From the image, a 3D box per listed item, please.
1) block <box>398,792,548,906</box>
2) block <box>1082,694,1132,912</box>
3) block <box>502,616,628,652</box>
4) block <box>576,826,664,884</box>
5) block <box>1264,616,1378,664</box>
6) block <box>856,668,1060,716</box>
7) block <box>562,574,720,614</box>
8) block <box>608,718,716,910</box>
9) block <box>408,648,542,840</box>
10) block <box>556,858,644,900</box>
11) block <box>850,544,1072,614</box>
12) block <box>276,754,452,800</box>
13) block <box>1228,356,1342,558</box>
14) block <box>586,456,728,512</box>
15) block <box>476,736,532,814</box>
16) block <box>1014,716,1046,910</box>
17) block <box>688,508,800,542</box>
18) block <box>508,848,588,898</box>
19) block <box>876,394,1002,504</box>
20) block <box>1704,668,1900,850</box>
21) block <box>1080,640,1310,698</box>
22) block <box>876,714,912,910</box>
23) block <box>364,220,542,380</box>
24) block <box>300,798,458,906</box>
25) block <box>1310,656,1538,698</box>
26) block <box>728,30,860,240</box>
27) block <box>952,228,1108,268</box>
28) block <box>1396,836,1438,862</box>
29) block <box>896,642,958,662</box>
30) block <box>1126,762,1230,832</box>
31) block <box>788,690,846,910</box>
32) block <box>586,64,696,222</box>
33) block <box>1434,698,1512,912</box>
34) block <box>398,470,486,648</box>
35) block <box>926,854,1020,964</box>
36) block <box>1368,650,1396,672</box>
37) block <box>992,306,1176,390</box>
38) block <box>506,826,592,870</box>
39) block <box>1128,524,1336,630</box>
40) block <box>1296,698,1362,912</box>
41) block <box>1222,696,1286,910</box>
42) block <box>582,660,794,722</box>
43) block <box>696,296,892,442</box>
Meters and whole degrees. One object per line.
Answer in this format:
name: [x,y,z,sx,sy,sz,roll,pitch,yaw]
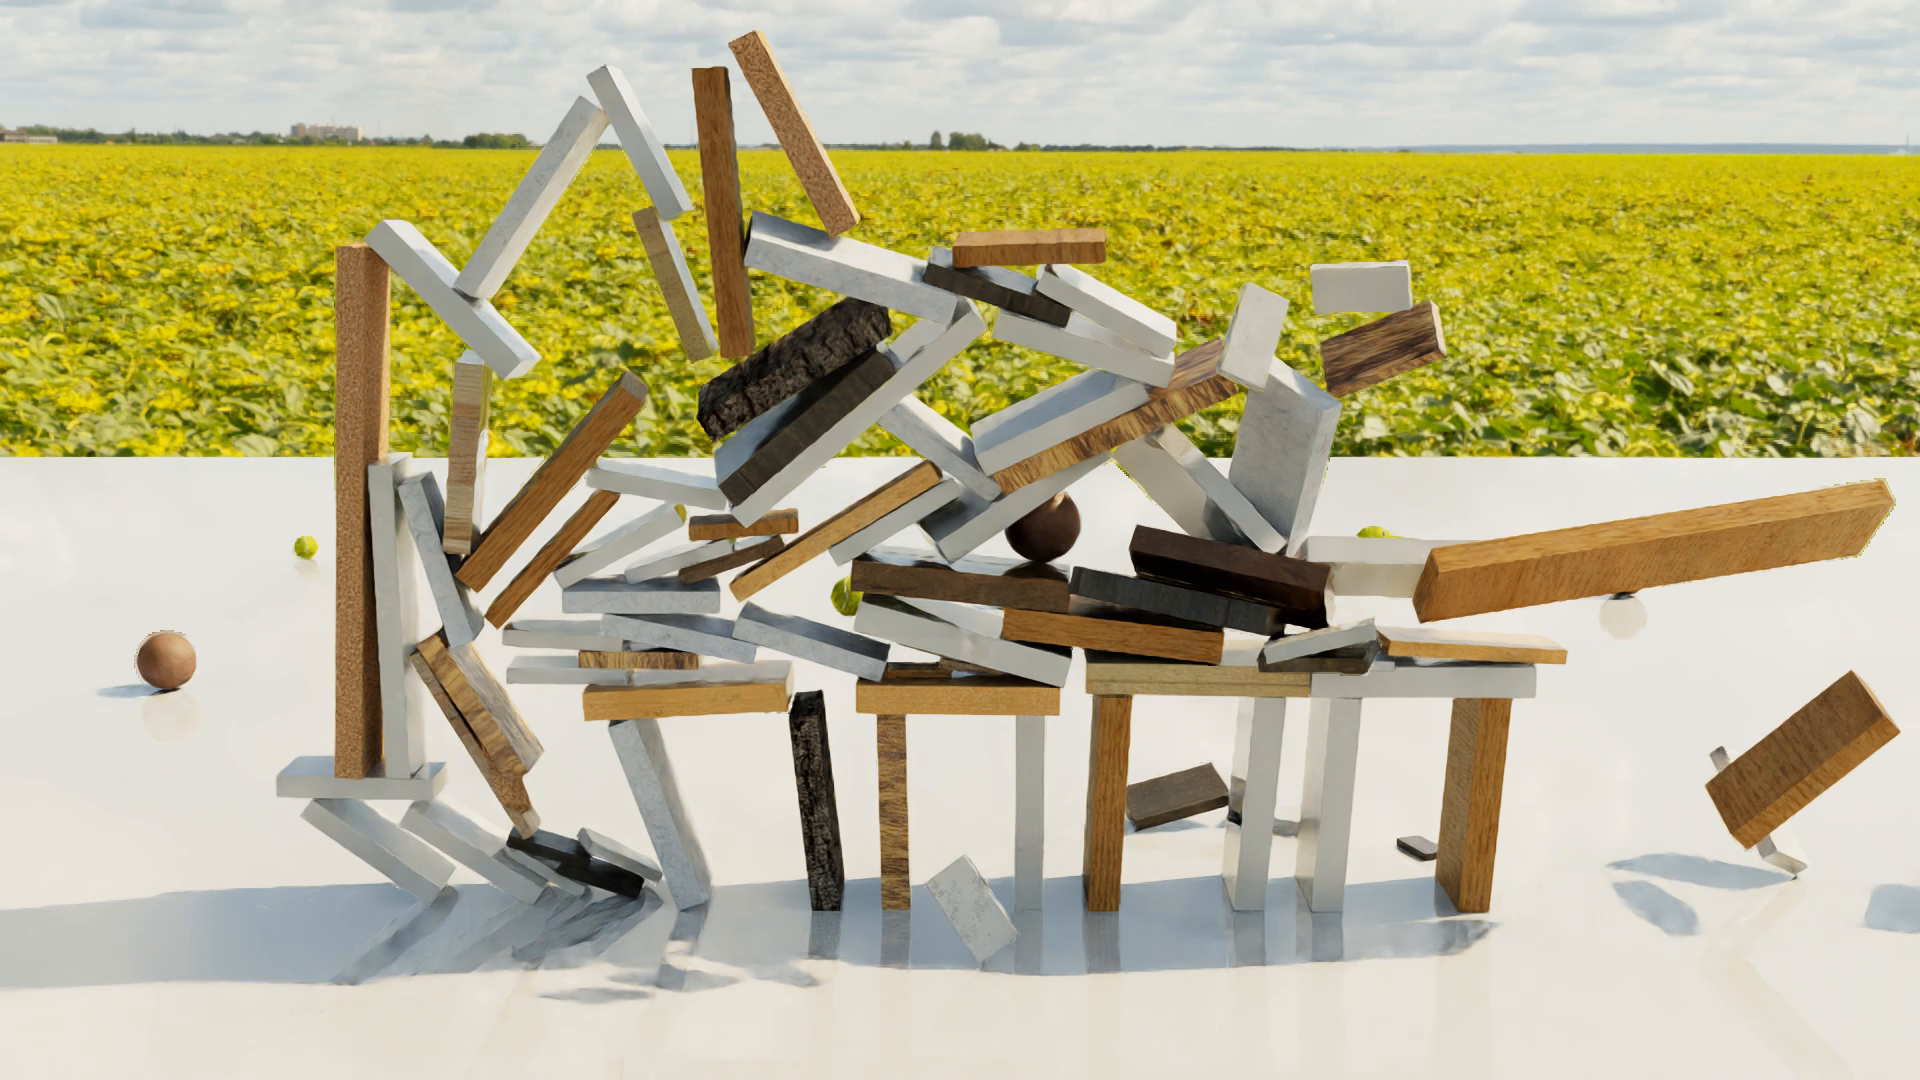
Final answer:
block: [-0.798,0.506,3.653,0.256,0.036,0.128,33,9,-6]
block: [0.242,0.412,3.641,0.051,0.358,0.179,3,11,0]
block: [-0.642,0.154,3.593,0.194,0.027,0.097,3,11,-1]
block: [-0.570,0.528,3.687,0.142,0.020,0.071,30,2,-29]
block: [0.560,0.156,3.416,0.174,0.025,0.087,-14,2,10]
block: [-0.001,0.243,3.607,0.328,0.047,0.164,1,10,1]
block: [-0.518,0.088,3.577,0.250,0.035,0.125,0,12,-8]
block: [-0.491,0.431,3.638,0.046,0.327,0.163,-19,10,3]
block: [-0.796,0.330,3.619,0.020,0.356,0.071,-29,10,5]
block: [-0.597,0.557,3.666,0.140,0.020,0.070,19,10,-4]
block: [0.004,0.061,3.598,0.352,0.050,0.176,6,9,2]
block: [-0.983,0.391,3.633,0.256,0.036,0.128,1,11,0]
block: [0.514,-0.126,3.548,0.043,0.306,0.153,-21,46,-33]
block: [-0.486,-0.091,3.536,0.222,0.031,0.111,10,11,-9]
block: [-0.748,0.376,3.608,0.020,0.142,0.071,-29,-24,5]
block: [0.114,0.427,3.645,0.047,0.329,0.164,0,10,1]
block: [-0.351,-0.025,3.579,0.176,0.025,0.088,-5,11,-4]
block: [-0.683,0.544,3.669,0.139,0.020,0.070,32,9,-6]
block: [-0.032,-0.160,3.564,0.232,0.033,0.116,35,21,-17]
block: [1.384,0.361,3.624,0.044,0.309,0.154,40,20,-16]
block: [0.380,0.208,3.600,0.358,0.051,0.179,1,11,0]
block: [-0.108,0.427,3.643,0.047,0.329,0.164,-1,11,0]
block: [-0.798,-0.380,3.476,0.043,0.303,0.152,-44,4,6]
block: [-0.962,0.500,3.654,0.256,0.036,0.128,36,8,-6]
block: [0.741,0.211,3.596,0.358,0.051,0.179,0,11,0]
block: [-0.257,-0.639,3.457,0.047,0.333,0.167,-27,11,5]
block: [0.111,-0.459,3.443,0.235,0.033,0.117,-1,18,5]
block: [0.816,0.544,3.881,0.047,0.013,0.094,-4,11,-20]
block: [-0.049,0.172,3.599,0.105,0.015,0.053,16,10,3]
block: [0.393,0.471,4.037,0.188,0.027,0.094,-14,36,-12]
block: [-0.236,0.428,3.638,0.046,0.327,0.163,-6,10,1]
block: [-0.499,-0.621,3.450,0.035,0.250,0.125,-27,7,6]
block: [0.847,0.413,3.635,0.051,0.358,0.179,3,11,-1]
block: [-0.835,0.028,3.547,0.038,0.270,0.135,-16,10,-1]
block: [0.020,0.564,3.366,0.074,0.149,0.021,-37,-11,8]
block: [0.634,0.188,3.515,0.113,0.016,0.057,2,23,2]
block: [0.195,-0.319,3.483,0.286,0.041,0.143,16,21,-3]
block: [-0.680,0.509,3.657,0.139,0.020,0.070,18,10,-5]
block: [0.441,0.063,3.557,0.320,0.045,0.160,13,-23,18]
block: [0.608,0.413,3.635,0.051,0.358,0.179,3,11,-1]
block: [0.485,0.411,3.641,0.051,0.358,0.179,4,11,0]
block: [-0.441,0.245,3.603,0.327,0.046,0.163,-3,10,0]
block: [-0.266,-0.285,3.513,0.332,0.047,0.166,-31,21,7]
